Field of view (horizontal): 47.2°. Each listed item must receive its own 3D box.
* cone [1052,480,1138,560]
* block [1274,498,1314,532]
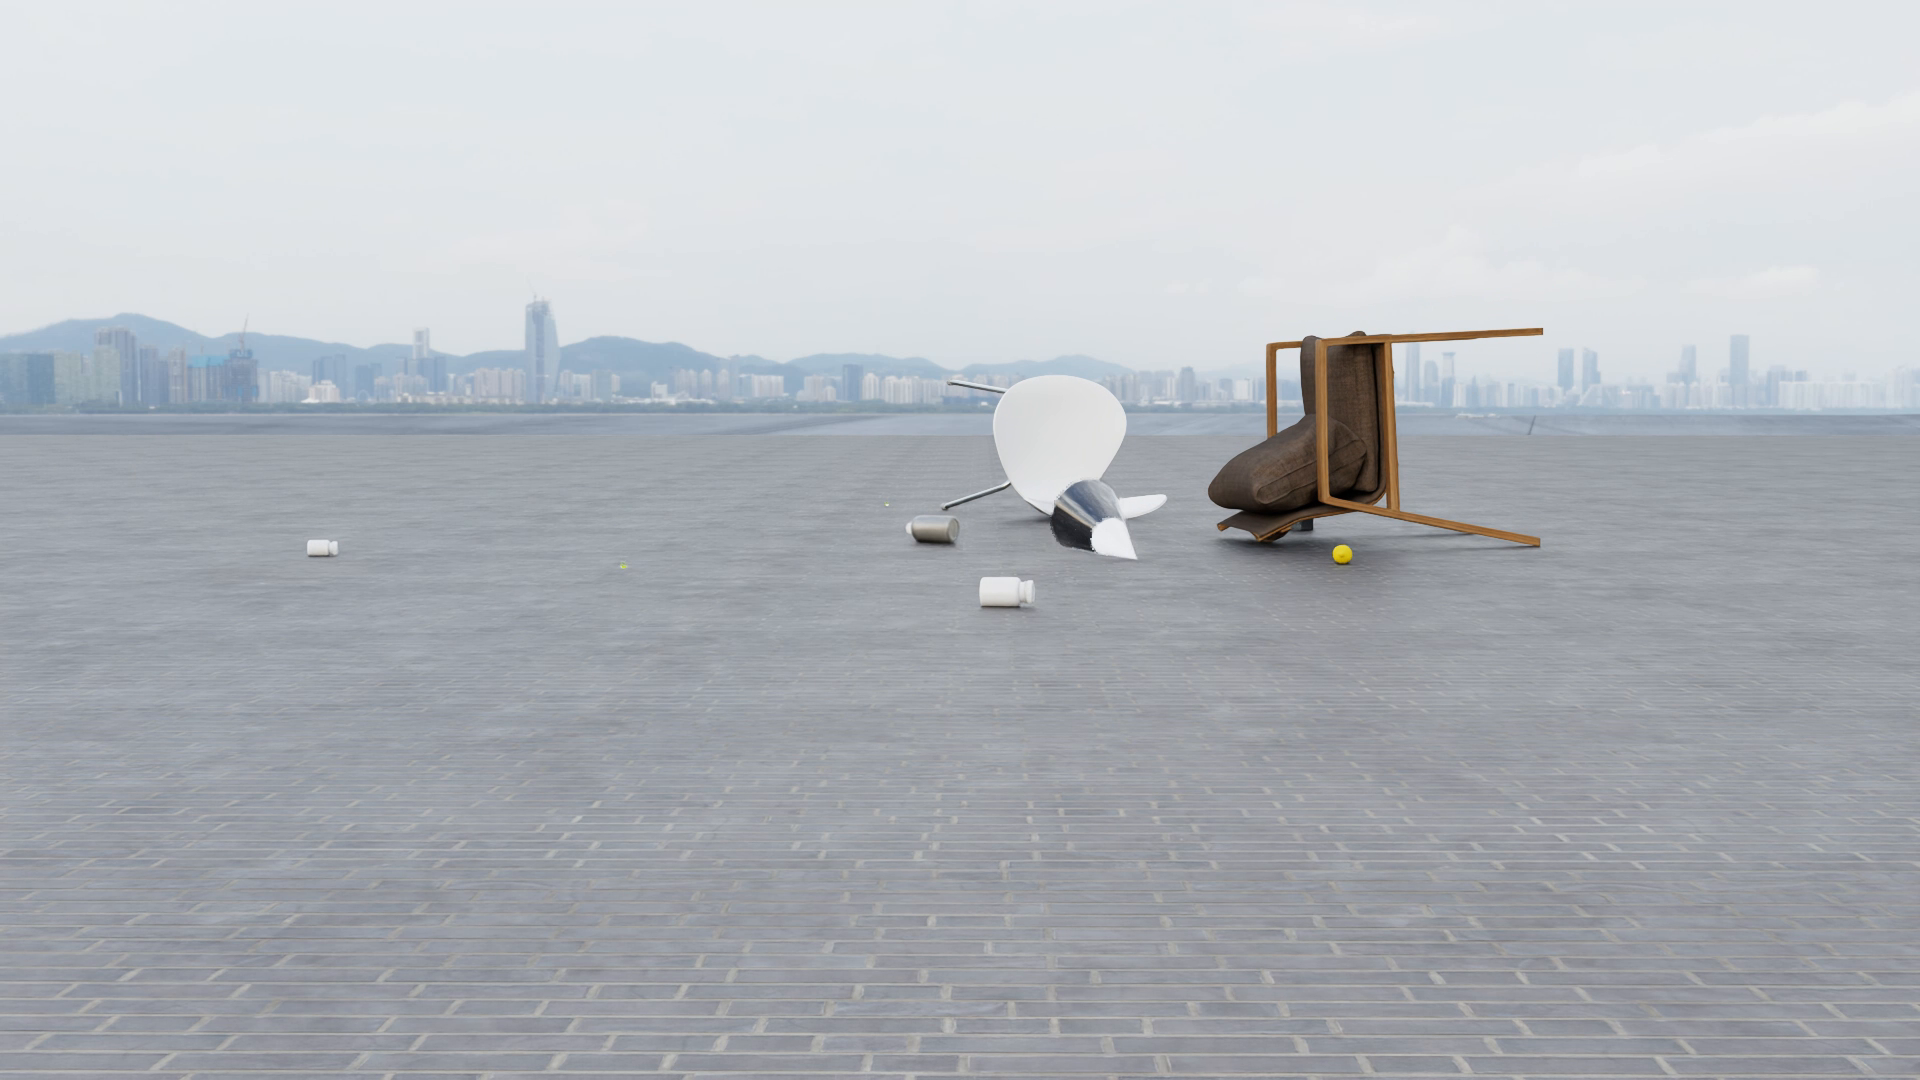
[{"bbox_3d":[0.406,-0.008,5.916,0.203,0.225,0.286,-37,36,-7],"label":"cone"},{"bbox_3d":[1.063,-0.081,7.001,0.099,0.098,0.075,4,5,42],"label":"block"}]
